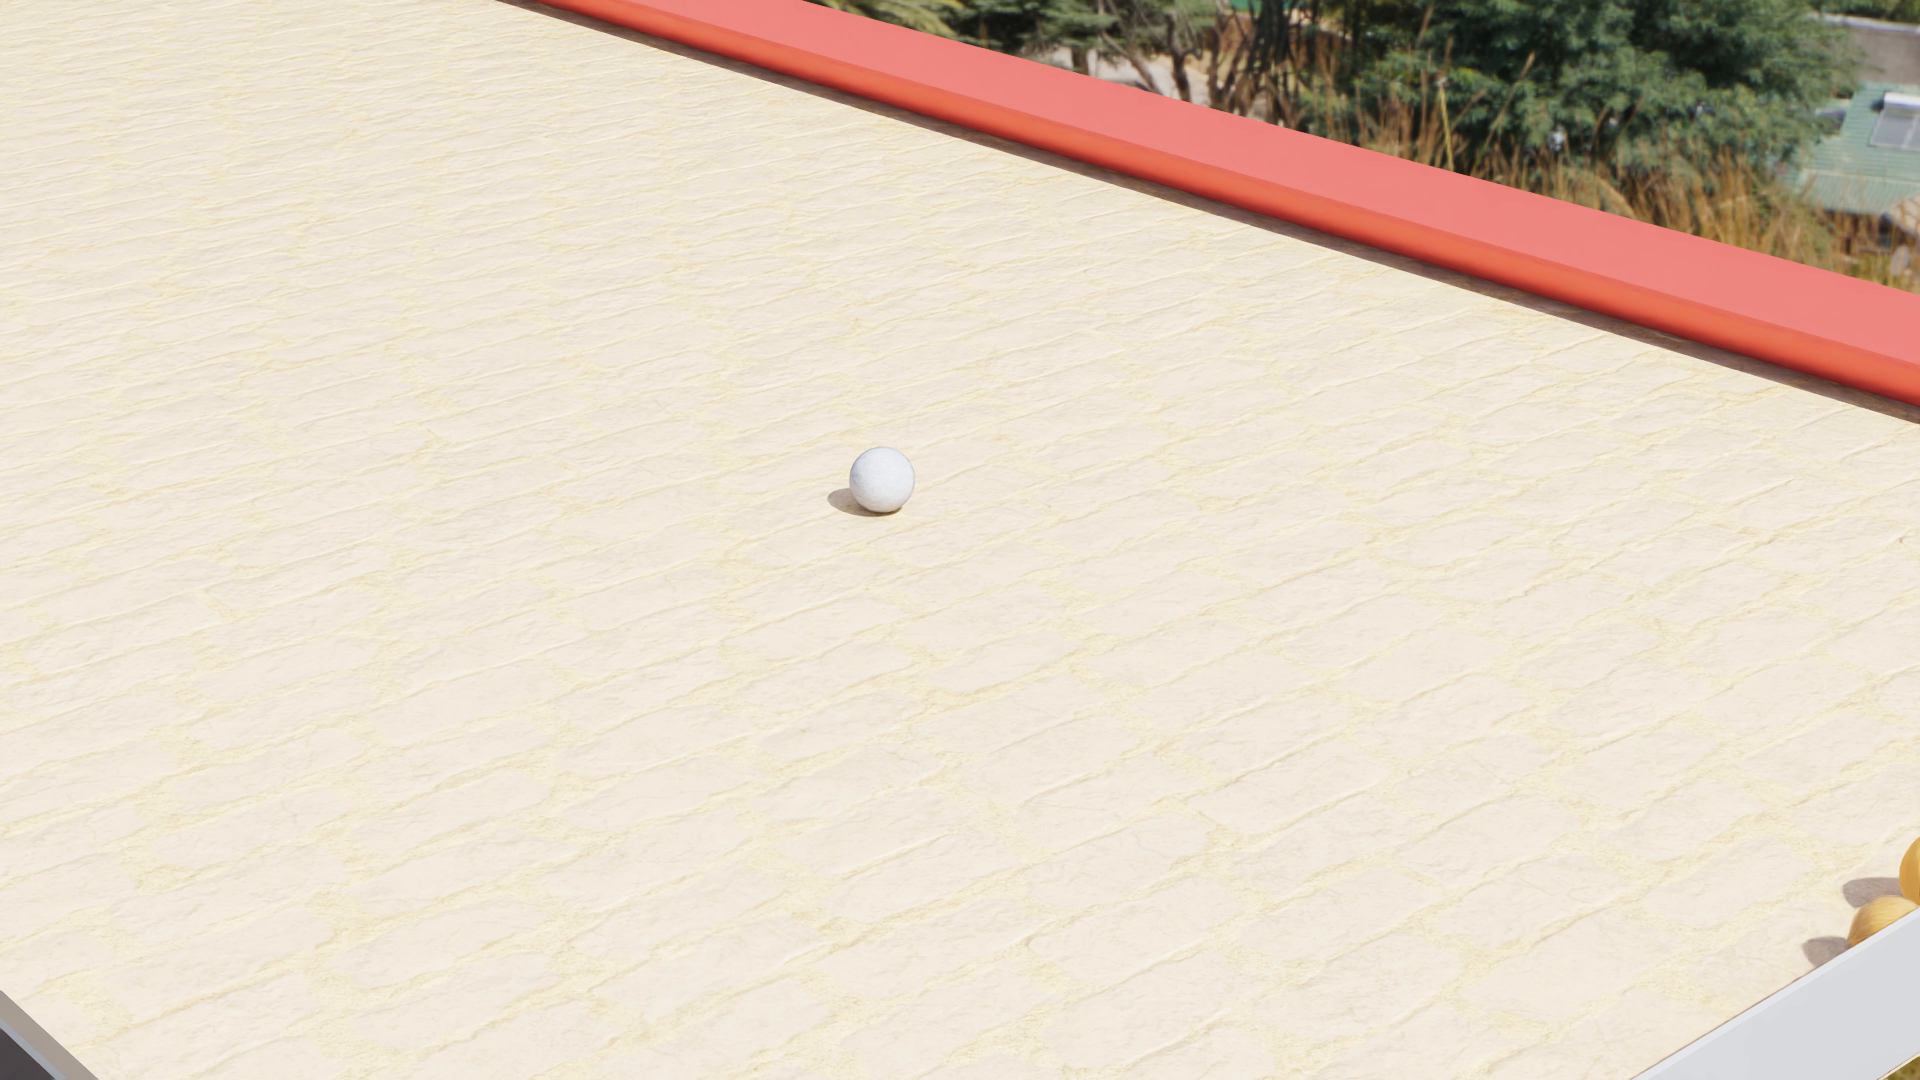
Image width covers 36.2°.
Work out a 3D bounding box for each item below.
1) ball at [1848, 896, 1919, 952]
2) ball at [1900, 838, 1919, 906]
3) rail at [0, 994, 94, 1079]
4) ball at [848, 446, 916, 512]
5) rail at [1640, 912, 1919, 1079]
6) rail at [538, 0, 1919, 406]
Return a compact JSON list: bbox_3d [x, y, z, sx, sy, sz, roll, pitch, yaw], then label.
[{"bbox_3d":[0.579,0.248,1.828,0.053,0.053,0.053,0,23,0],"label":"ball"},{"bbox_3d":[0.636,0.217,1.885,0.066,0.066,0.066,0,23,0],"label":"ball"},{"bbox_3d":[-1.301,-0.049,2.464,0.045,0.106,3.662,-19,29,-37],"label":"rail"},{"bbox_3d":[-0.067,-0.052,2.536,0.057,0.057,0.057,0,23,0],"label":"ball"},{"bbox_3d":[0.588,0.240,1.776,1.902,0.106,0.045,-19,29,-37],"label":"rail"},{"bbox_3d":[0.093,-0.523,3.592,0.045,0.106,3.662,-19,29,-37],"label":"rail"}]
